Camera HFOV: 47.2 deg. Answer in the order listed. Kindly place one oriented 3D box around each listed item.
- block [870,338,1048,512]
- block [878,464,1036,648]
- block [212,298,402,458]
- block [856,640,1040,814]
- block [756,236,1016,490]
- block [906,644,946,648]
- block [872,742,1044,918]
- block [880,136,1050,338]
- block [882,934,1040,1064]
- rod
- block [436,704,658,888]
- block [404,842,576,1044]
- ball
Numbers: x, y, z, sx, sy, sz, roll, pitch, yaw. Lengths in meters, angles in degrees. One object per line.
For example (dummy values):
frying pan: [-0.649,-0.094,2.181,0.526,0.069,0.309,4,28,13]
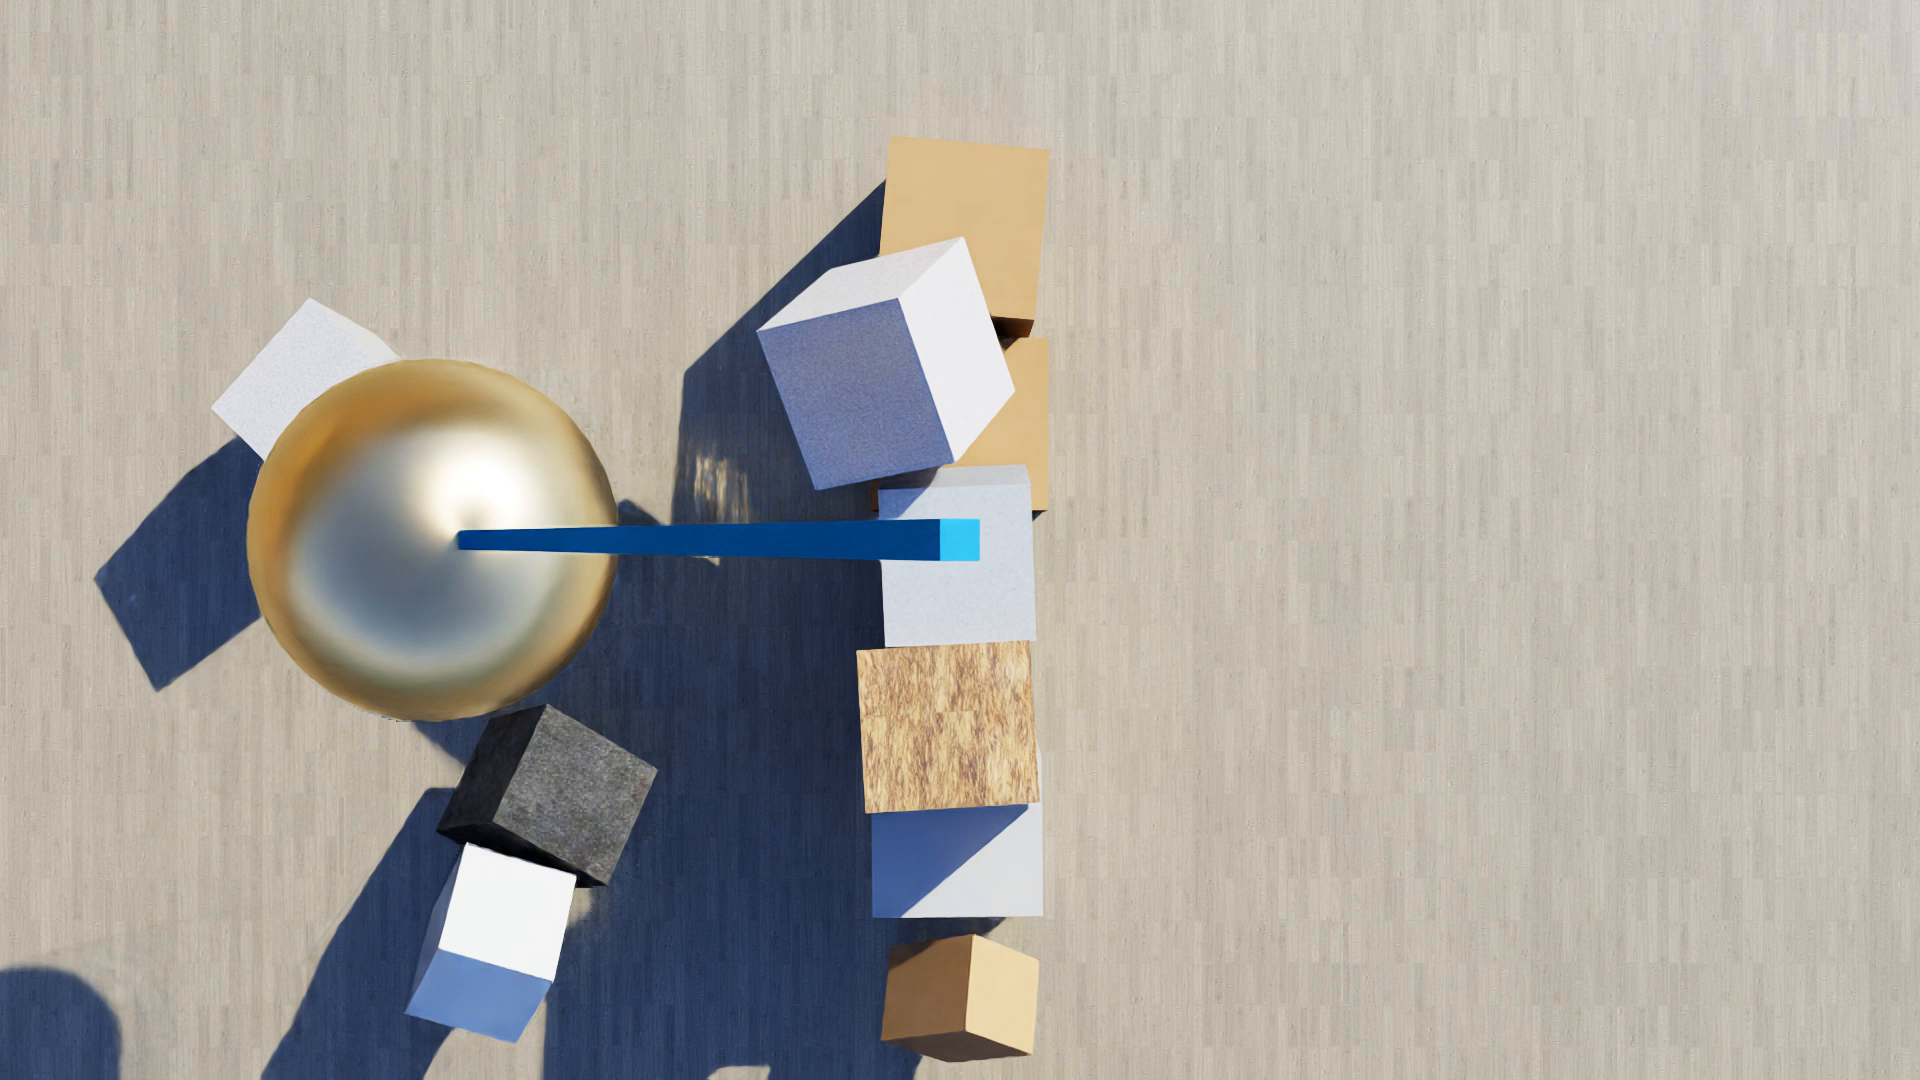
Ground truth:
block: [-0.005,-0.644,12.602,0.991,0.795,0.957,0,90,0]
block: [-0.013,0.070,11.828,0.790,0.818,0.829,-2,99,0]
block: [-3.513,-0.718,12.492,0.782,0.872,0.817,42,90,12]
block: [-0.062,1.007,11.706,0.898,0.752,0.838,-4,83,0]
block: [-0.364,-0.927,11.471,0.811,0.990,0.892,-10,111,25]
block: [0.007,0.855,12.617,0.613,0.765,0.607,0,90,0]
block: [-0.016,1.623,12.531,0.935,0.937,0.890,-1,90,0]
block: [0.013,-1.694,12.460,0.871,1.080,0.926,5,90,0]
block: [0.005,2.579,12.334,0.623,0.574,0.533,-17,57,38]
rod: [-0.999,0.000,6.538,0.080,5.200,0.080,0,90,-23]
block: [-2.316,1.459,12.335,0.765,0.737,0.718,35,61,-26]
block: [-2.545,2.193,11.945,0.623,0.679,0.712,20,134,-15]
ball: [-2.306,0.000,9.677,1.600,1.600,1.600,0,90,0]
